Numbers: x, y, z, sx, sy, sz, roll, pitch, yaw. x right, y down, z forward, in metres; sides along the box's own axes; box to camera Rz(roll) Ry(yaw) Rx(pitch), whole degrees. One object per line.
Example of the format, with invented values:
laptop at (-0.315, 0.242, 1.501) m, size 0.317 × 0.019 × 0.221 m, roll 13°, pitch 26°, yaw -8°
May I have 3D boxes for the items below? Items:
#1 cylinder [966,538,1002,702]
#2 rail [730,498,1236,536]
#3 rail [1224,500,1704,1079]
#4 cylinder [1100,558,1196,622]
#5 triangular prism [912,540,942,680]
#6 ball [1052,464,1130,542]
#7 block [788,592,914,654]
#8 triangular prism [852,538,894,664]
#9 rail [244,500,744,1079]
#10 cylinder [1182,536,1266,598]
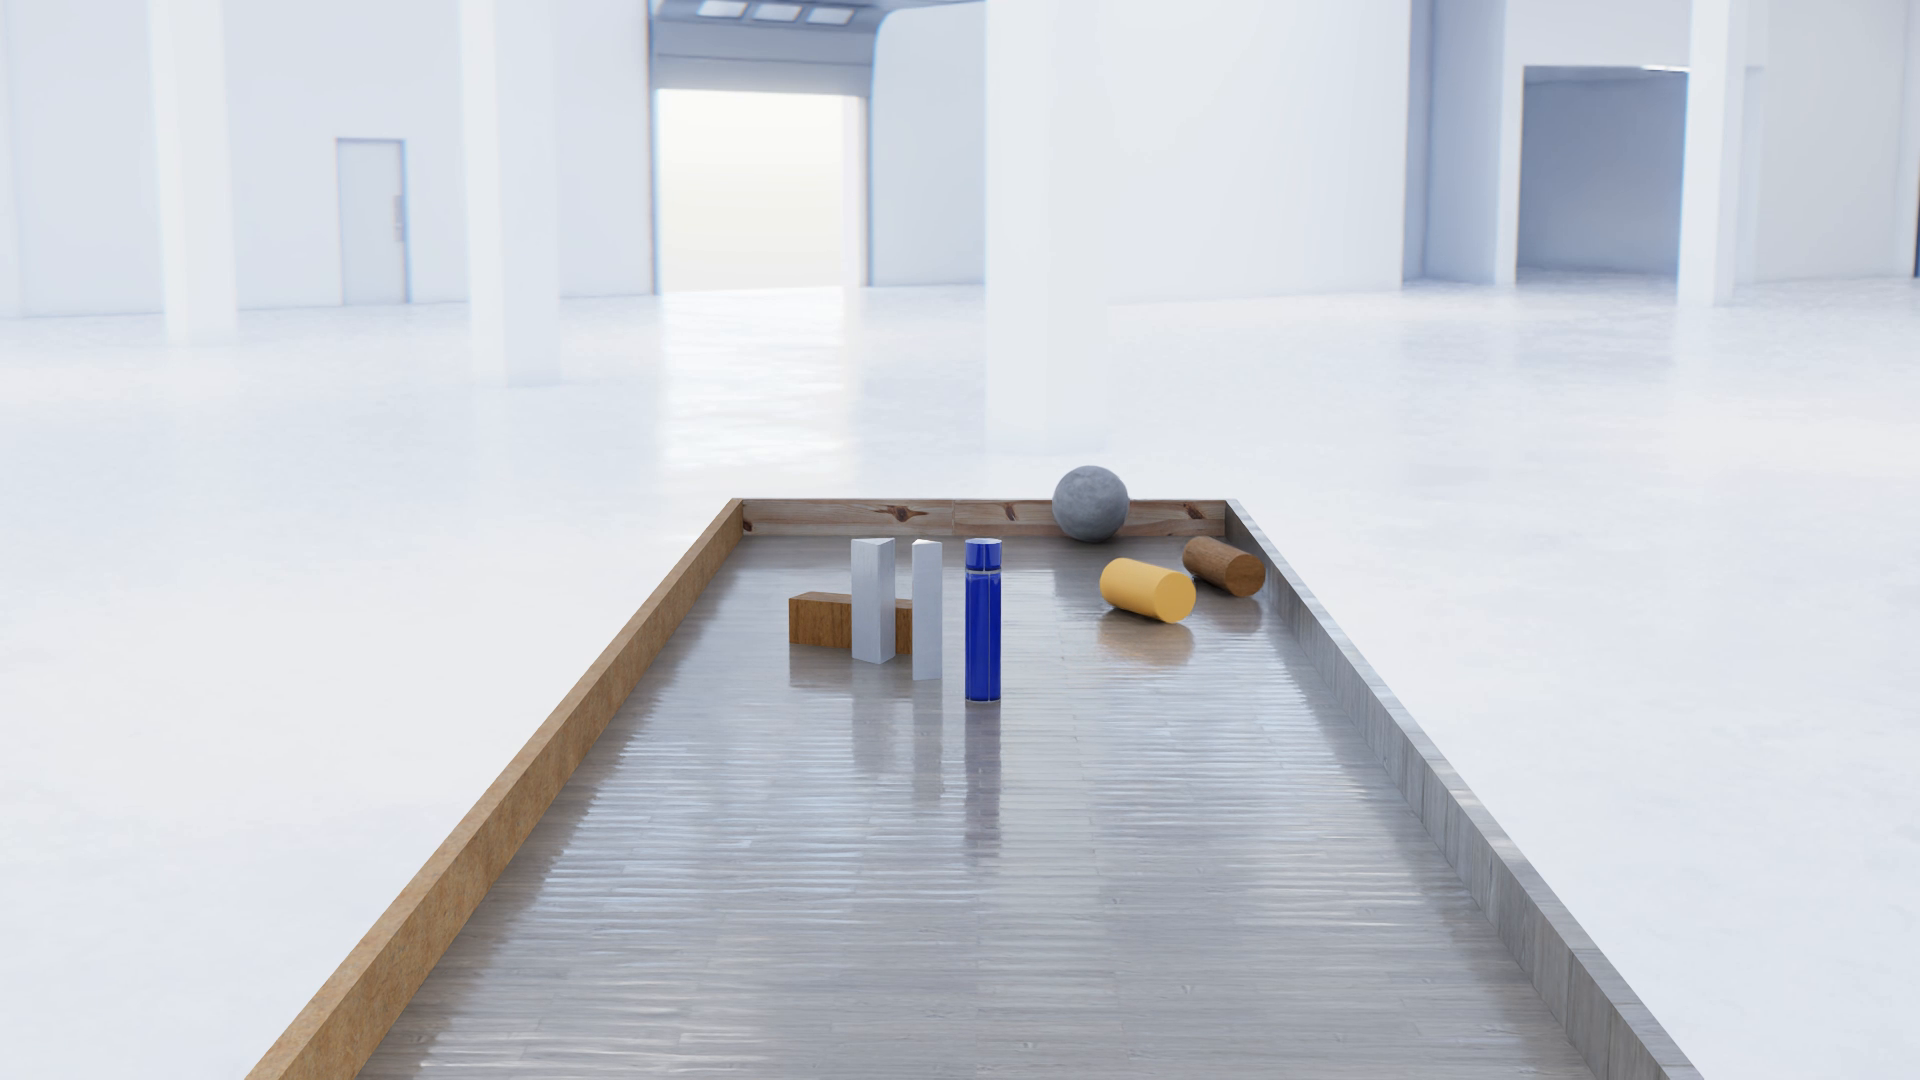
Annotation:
cylinder at (0.065, 0.225, 6.153) m, size 0.101 × 0.450 × 0.101 m, roll 0°, pitch 9°, yaw 0°
rail at (0.099, -0.098, 9.147) m, size 2.100 × 0.150 × 0.050 m, roll 0°, pitch 9°, yaw 1°
rail at (1.046, 0.843, 3.208) m, size 0.050 × 0.150 × 12.000 m, roll 0°, pitch 9°, yaw 1°
cylinder at (0.630, 0.168, 7.407) m, size 0.169 × 0.169 × 0.330 m, roll -5°, pitch 10°, yaw -28°
triangular prism at (-0.108, 0.203, 6.444) m, size 0.091 × 0.402 × 0.079 m, roll -3°, pitch 10°, yaw -21°
ball at (0.533, -0.149, 8.949) m, size 0.313 × 0.313 × 0.313 m, roll 0°, pitch 9°, yaw 0°
block at (-0.318, 0.259, 6.920) m, size 0.424 × 0.143 × 0.143 m, roll 4°, pitch 10°, yaw 24°
triangular prism at (-0.244, 0.181, 6.701) m, size 0.114 × 0.366 × 0.132 m, roll -8°, pitch 12°, yaw -41°
rail at (-1.004, 0.839, 3.234) m, size 0.050 × 0.150 × 12.000 m, roll 0°, pitch 9°, yaw 1°
cylinder at (0.949, 0.093, 7.934) m, size 0.153 × 0.153 × 0.431 m, roll -2°, pitch 9°, yaw -14°
